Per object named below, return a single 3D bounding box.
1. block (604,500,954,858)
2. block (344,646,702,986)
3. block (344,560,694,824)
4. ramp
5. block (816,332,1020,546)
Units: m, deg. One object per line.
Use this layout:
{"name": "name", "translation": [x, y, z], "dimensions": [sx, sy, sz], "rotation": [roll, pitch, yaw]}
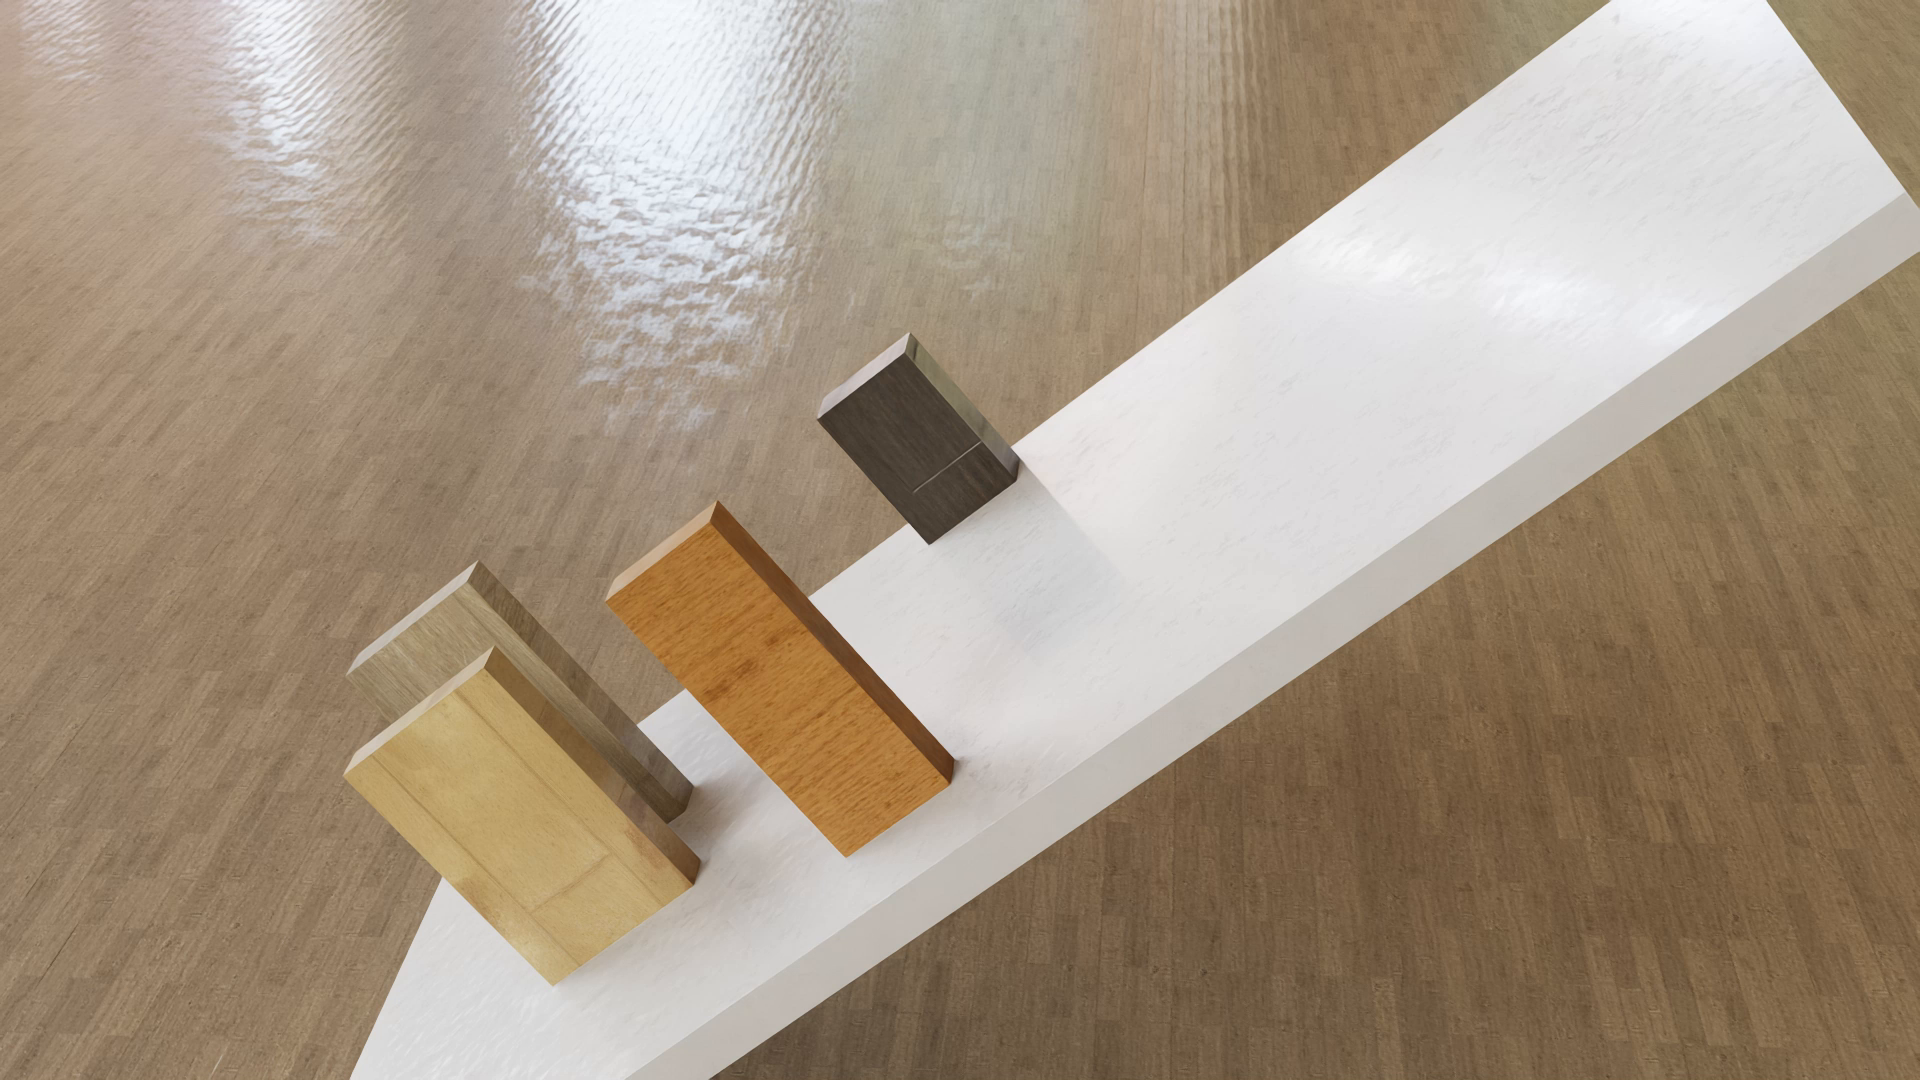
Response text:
{"name": "block", "translation": [-0.344, 0.275, 5.707], "dimensions": [0.271, 0.707, 0.106], "rotation": [-36, 16, 18]}
{"name": "block", "translation": [-0.940, 0.601, 6.339], "dimensions": [0.420, 0.661, 0.107], "rotation": [-36, 16, 18]}
{"name": "block", "translation": [-1.011, 0.443, 6.789], "dimensions": [0.390, 0.737, 0.120], "rotation": [-36, 16, 18]}
{"name": "ramp", "translation": [0.118, 0.187, 6.346], "dimensions": [4.000, 0.100, 2.000], "rotation": [-36, 16, 18]}
{"name": "block", "translation": [-0.097, -0.242, 7.049], "dimensions": [0.274, 0.415, 0.143], "rotation": [-36, 16, 18]}
